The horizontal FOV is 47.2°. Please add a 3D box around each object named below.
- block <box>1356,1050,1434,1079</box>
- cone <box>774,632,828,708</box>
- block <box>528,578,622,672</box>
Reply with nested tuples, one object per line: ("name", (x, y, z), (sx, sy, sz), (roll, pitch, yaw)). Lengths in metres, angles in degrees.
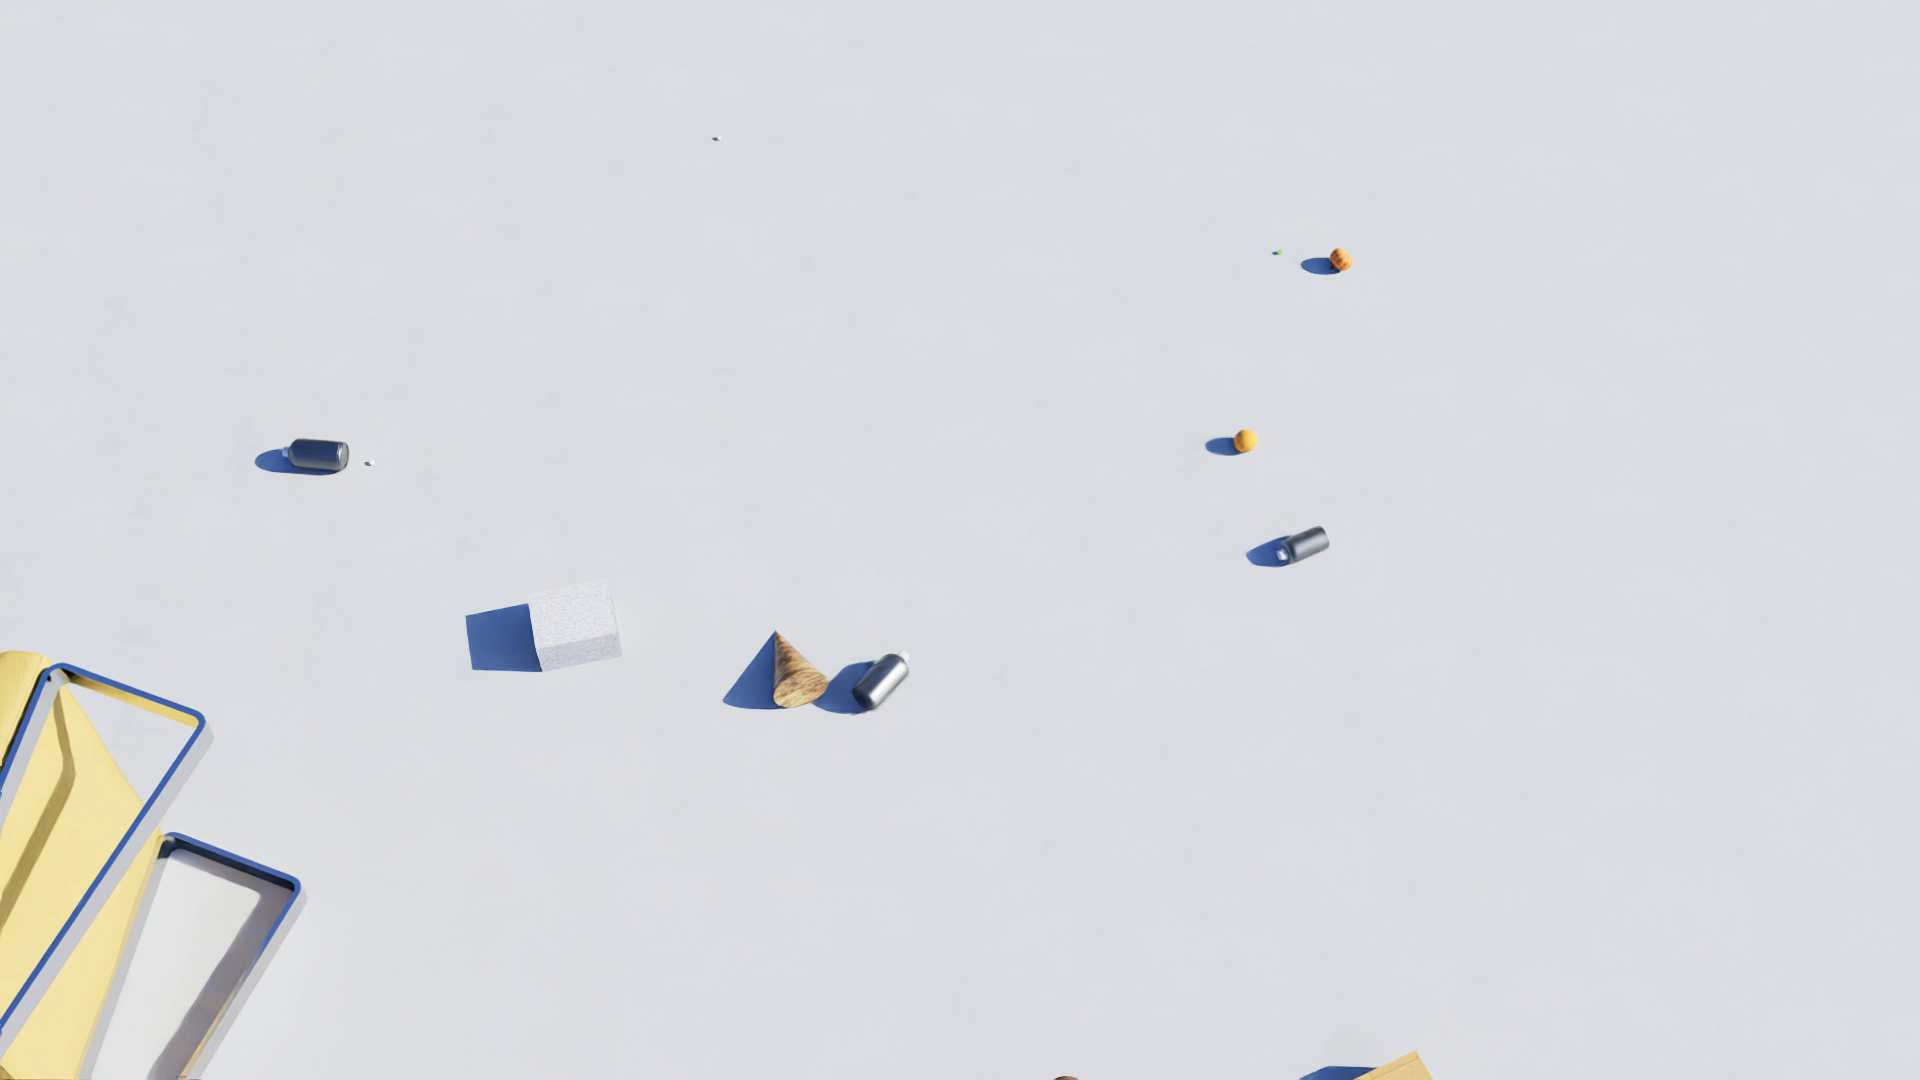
("block", (1.080, 1.403, 5.555), (0.209, 0.129, 0.112), (-22, 59, -14))
("cone", (-0.494, 0.342, 6.307), (0.161, 0.129, 0.261), (-19, 44, -10))
("block", (-1.108, 0.245, 6.333), (0.232, 0.128, 0.191), (-11, 57, -8))
